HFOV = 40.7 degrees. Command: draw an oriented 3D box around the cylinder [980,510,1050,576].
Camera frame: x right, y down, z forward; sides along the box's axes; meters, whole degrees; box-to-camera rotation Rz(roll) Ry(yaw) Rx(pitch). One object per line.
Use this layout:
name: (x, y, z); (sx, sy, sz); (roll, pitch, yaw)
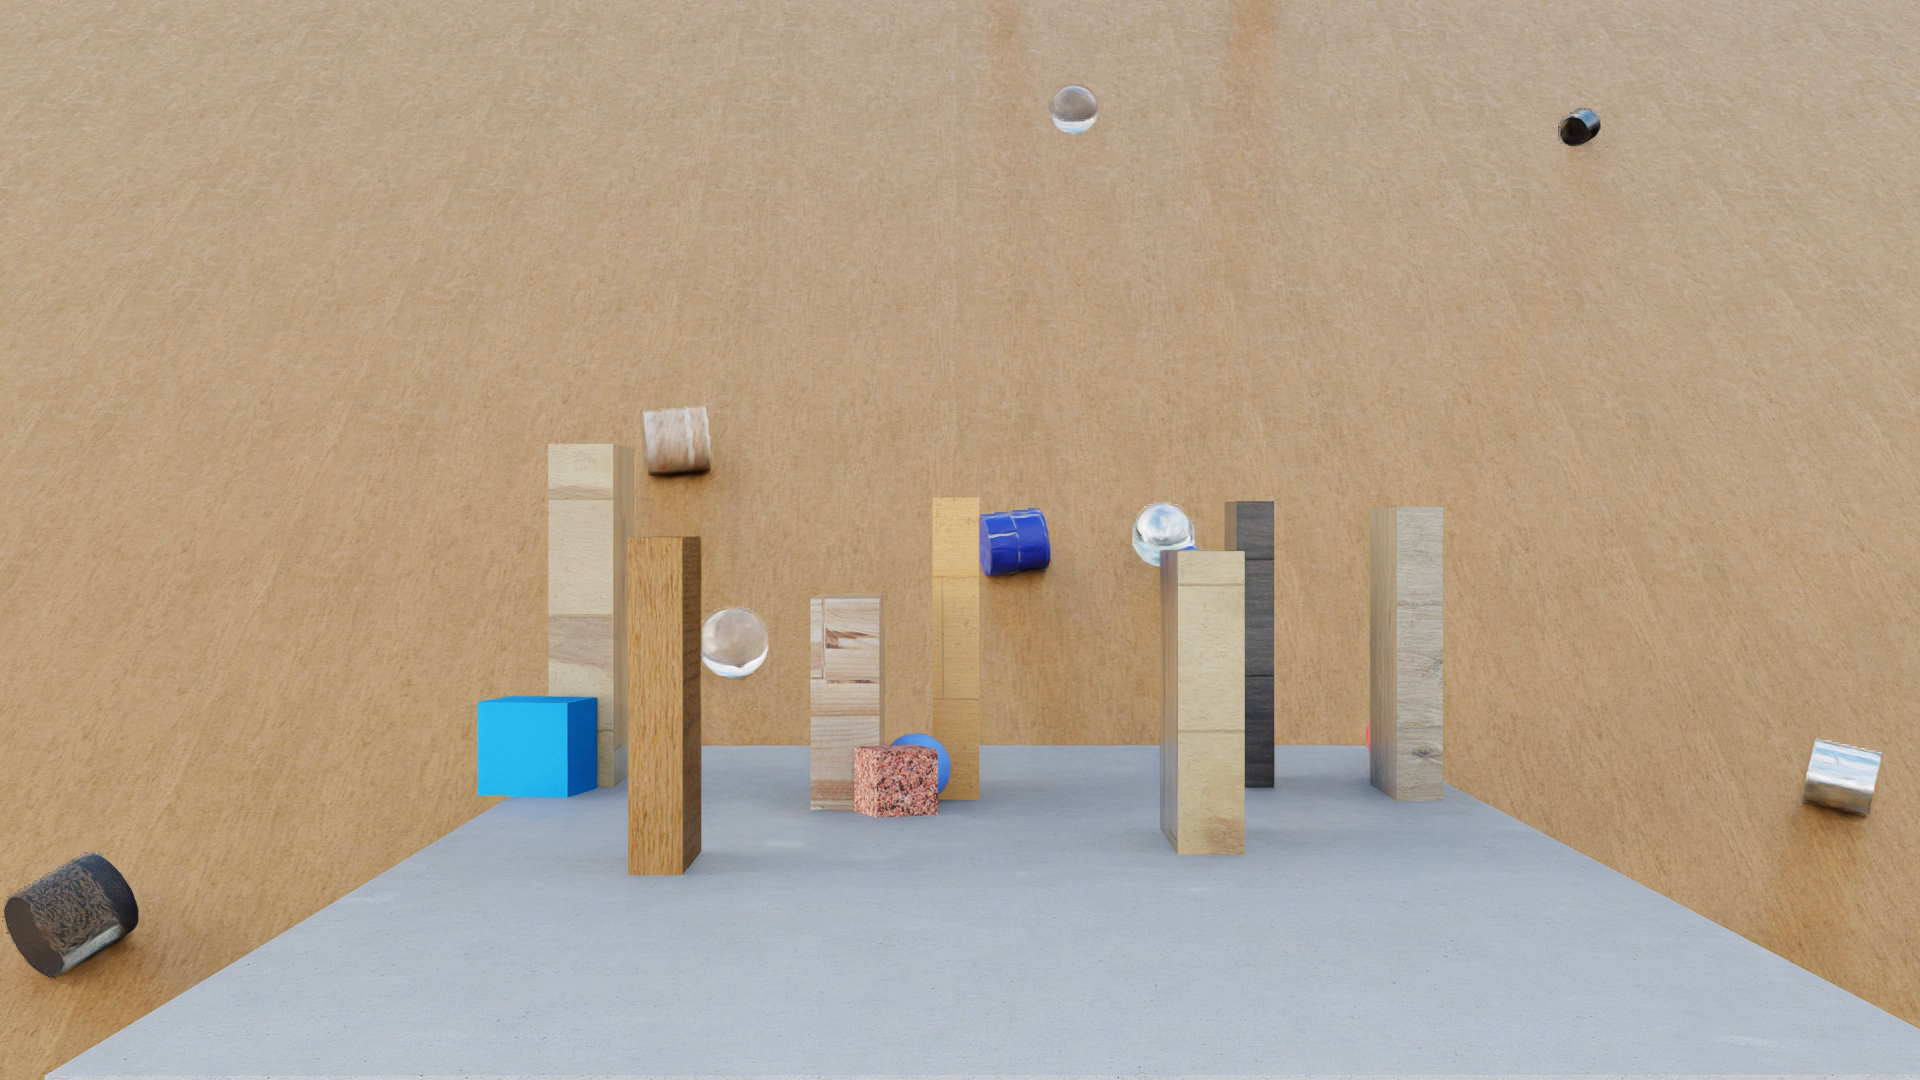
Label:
cylinder: (0.155, 0.009, 7.560); (0.176, 0.176, 0.176); (-7, 30, -12)

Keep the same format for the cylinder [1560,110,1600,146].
cylinder: (2.555, -1.699, 10.661); (0.125, 0.125, 0.125); (19, 32, 31)

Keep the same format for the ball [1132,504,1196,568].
ball: (0.597, -0.012, 7.590); (0.185, 0.185, 0.185); (0, 29, 0)

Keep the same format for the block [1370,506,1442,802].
block: (0.938, 0.232, 5.451); (0.094, 0.601, 0.346); (0, 0, 0)

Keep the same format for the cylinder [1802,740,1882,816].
cylinder: (2.223, 0.600, 6.520); (0.160, 0.160, 0.160); (12, 31, 21)

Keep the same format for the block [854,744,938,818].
block: (-0.126, 0.471, 5.064); (0.127, 0.127, 0.127); (0, 0, -22)

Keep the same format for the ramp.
ramp: (0.066, 0.586, 4.636); (2.000, 0.100, 4.000); (0, 0, 0)

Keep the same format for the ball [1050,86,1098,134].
ball: (0.475, -1.787, 10.748); (0.200, 0.200, 0.200); (0, 29, 0)

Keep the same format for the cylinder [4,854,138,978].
cylinder: (-2.057, 0.868, 5.990); (0.210, 0.210, 0.210); (20, 35, 31)

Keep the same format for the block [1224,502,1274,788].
block: (0.634, 0.224, 5.675); (0.081, 0.615, 0.243); (0, 0, 0)

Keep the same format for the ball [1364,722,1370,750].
ball: (1.025, 0.467, 6.144); (0.124, 0.124, 0.124); (0, 29, 0)

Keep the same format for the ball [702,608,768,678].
ball: (-0.618, 0.281, 7.059); (0.191, 0.191, 0.191); (0, 29, 0)

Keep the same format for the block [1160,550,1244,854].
block: (0.429, 0.277, 4.609); (0.114, 0.518, 0.390); (0, 0, 0)

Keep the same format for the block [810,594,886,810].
block: (-0.228, 0.325, 5.321); (0.136, 0.418, 0.407); (0, 0, 0)

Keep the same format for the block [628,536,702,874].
block: (-0.490, 0.267, 4.311); (0.087, 0.543, 0.305); (0, 0, 0)

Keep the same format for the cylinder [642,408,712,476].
cylinder: (-0.889, -0.309, 8.108); (0.197, 0.197, 0.197); (-5, 30, -9)

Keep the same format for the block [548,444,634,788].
block: (-0.816, 0.162, 5.748); (0.140, 0.739, 0.361); (0, 0, 0)

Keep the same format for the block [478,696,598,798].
block: (-0.892, 0.435, 5.471); (0.195, 0.195, 0.195); (0, 0, 10)

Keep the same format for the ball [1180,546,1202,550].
ball: (0.668, 0.080, 7.486); (0.125, 0.125, 0.125); (0, 29, 0)

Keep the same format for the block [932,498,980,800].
block: (-0.008, 0.222, 5.504); (0.096, 0.620, 0.385); (0, 0, 0)

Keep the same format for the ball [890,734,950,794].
ball: (-0.089, 0.463, 5.250); (0.141, 0.141, 0.141); (0, 29, 0)
